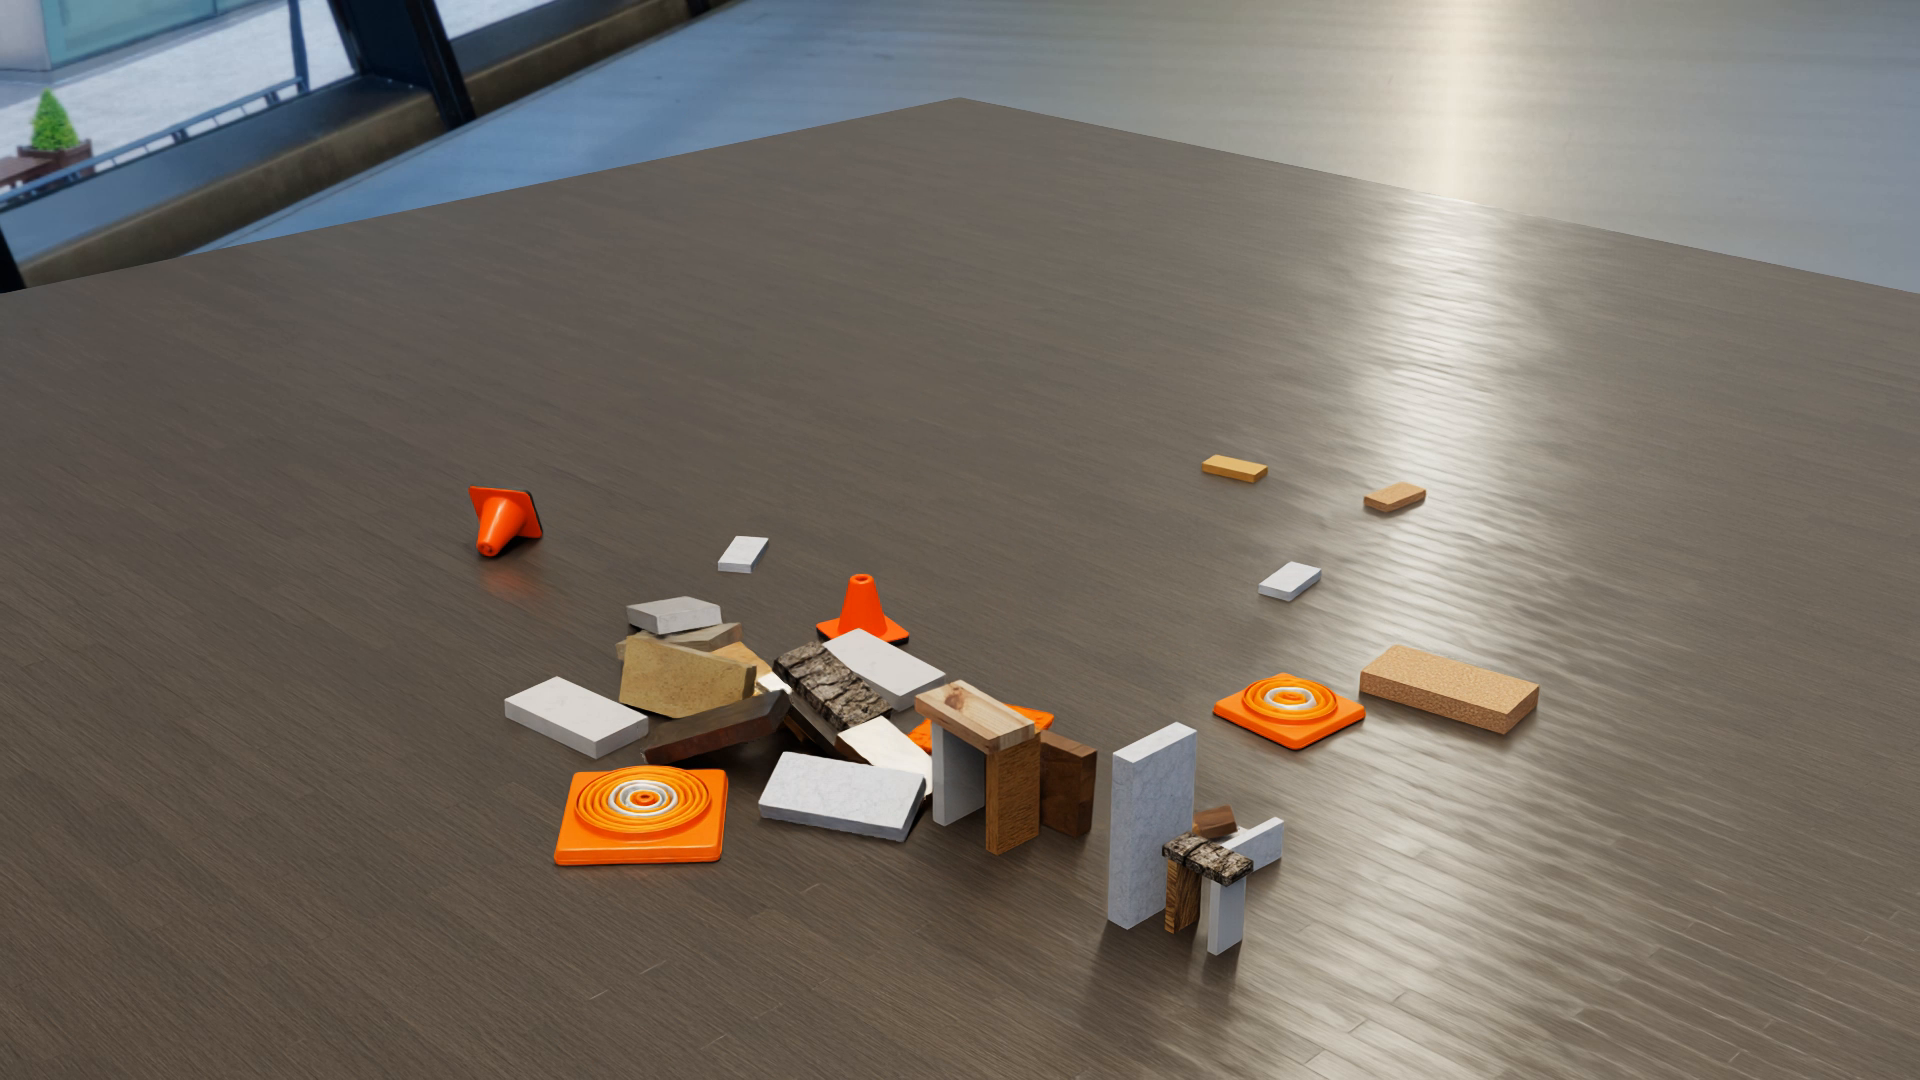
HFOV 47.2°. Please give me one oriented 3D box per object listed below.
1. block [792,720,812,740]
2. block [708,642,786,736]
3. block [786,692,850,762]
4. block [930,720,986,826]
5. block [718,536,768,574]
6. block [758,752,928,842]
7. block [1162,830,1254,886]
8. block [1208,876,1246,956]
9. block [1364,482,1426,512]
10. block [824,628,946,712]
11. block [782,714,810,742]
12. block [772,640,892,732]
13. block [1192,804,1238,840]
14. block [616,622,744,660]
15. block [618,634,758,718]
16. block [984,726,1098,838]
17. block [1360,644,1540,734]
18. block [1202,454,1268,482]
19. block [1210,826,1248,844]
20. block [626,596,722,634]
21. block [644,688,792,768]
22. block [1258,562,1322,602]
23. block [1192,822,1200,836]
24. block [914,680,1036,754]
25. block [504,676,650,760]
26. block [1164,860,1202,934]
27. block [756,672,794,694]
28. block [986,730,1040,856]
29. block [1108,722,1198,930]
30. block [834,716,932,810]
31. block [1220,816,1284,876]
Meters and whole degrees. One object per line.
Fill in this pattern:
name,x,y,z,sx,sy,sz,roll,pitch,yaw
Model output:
block,-0.285,0.412,4.716,0.072,0.021,0.145,-22,47,-40
block,-0.460,0.326,4.867,0.132,0.037,0.264,-21,44,-40
block,-0.254,0.400,4.669,0.124,0.035,0.247,-21,51,-40
block,-0.003,0.446,4.411,0.033,0.232,0.116,20,30,41
block,-0.555,0.037,5.643,0.086,0.024,0.173,4,23,10
block,-0.236,0.516,4.432,0.307,0.041,0.145,8,44,17
block,0.449,0.577,3.986,0.151,0.021,0.076,21,31,41
block,0.484,0.670,3.987,0.021,0.151,0.076,21,31,41
block,1.189,-0.118,6.009,0.166,0.023,0.083,-19,29,-37
block,-0.185,0.292,4.991,0.290,0.041,0.145,25,35,38
block,-0.358,0.370,4.778,0.072,0.021,0.145,-22,59,-40
block,-0.274,0.318,4.707,0.247,0.035,0.124,39,42,27
block,0.462,0.567,4.332,0.160,0.023,0.080,-15,18,4
block,-0.645,0.233,5.053,0.264,0.037,0.132,-4,14,29
block,-0.598,0.316,4.816,0.319,0.150,0.043,13,8,27
block,0.117,0.458,4.453,0.350,0.175,0.050,18,24,37
block,1.093,0.330,4.919,0.350,0.050,0.175,16,28,33
block,0.775,-0.202,6.207,0.166,0.023,0.083,15,27,31
block,0.504,0.603,4.310,0.080,0.023,0.160,18,29,36
block,-0.675,0.176,5.173,0.150,0.043,0.301,-9,6,-21
block,-0.510,0.396,4.632,0.290,0.041,0.145,-17,15,16
block,0.824,0.102,5.488,0.086,0.024,0.173,15,27,32
block,0.391,0.564,4.328,0.086,0.024,0.173,-23,19,-20
block,0.028,0.346,4.309,0.116,0.033,0.232,-17,29,-35
block,-0.838,0.386,4.798,0.301,0.043,0.150,18,29,37
block,0.413,0.643,4.053,0.021,0.151,0.076,21,31,41
block,-0.367,0.337,4.760,0.145,0.021,0.072,36,40,30
block,0.104,0.491,4.307,0.116,0.232,0.033,-21,31,-40
block,0.355,0.528,4.067,0.175,0.350,0.050,-21,31,-40
block,-0.132,0.463,4.552,0.124,0.035,0.247,-20,44,-39
block,0.562,0.600,4.244,0.160,0.080,0.023,-19,30,-38
